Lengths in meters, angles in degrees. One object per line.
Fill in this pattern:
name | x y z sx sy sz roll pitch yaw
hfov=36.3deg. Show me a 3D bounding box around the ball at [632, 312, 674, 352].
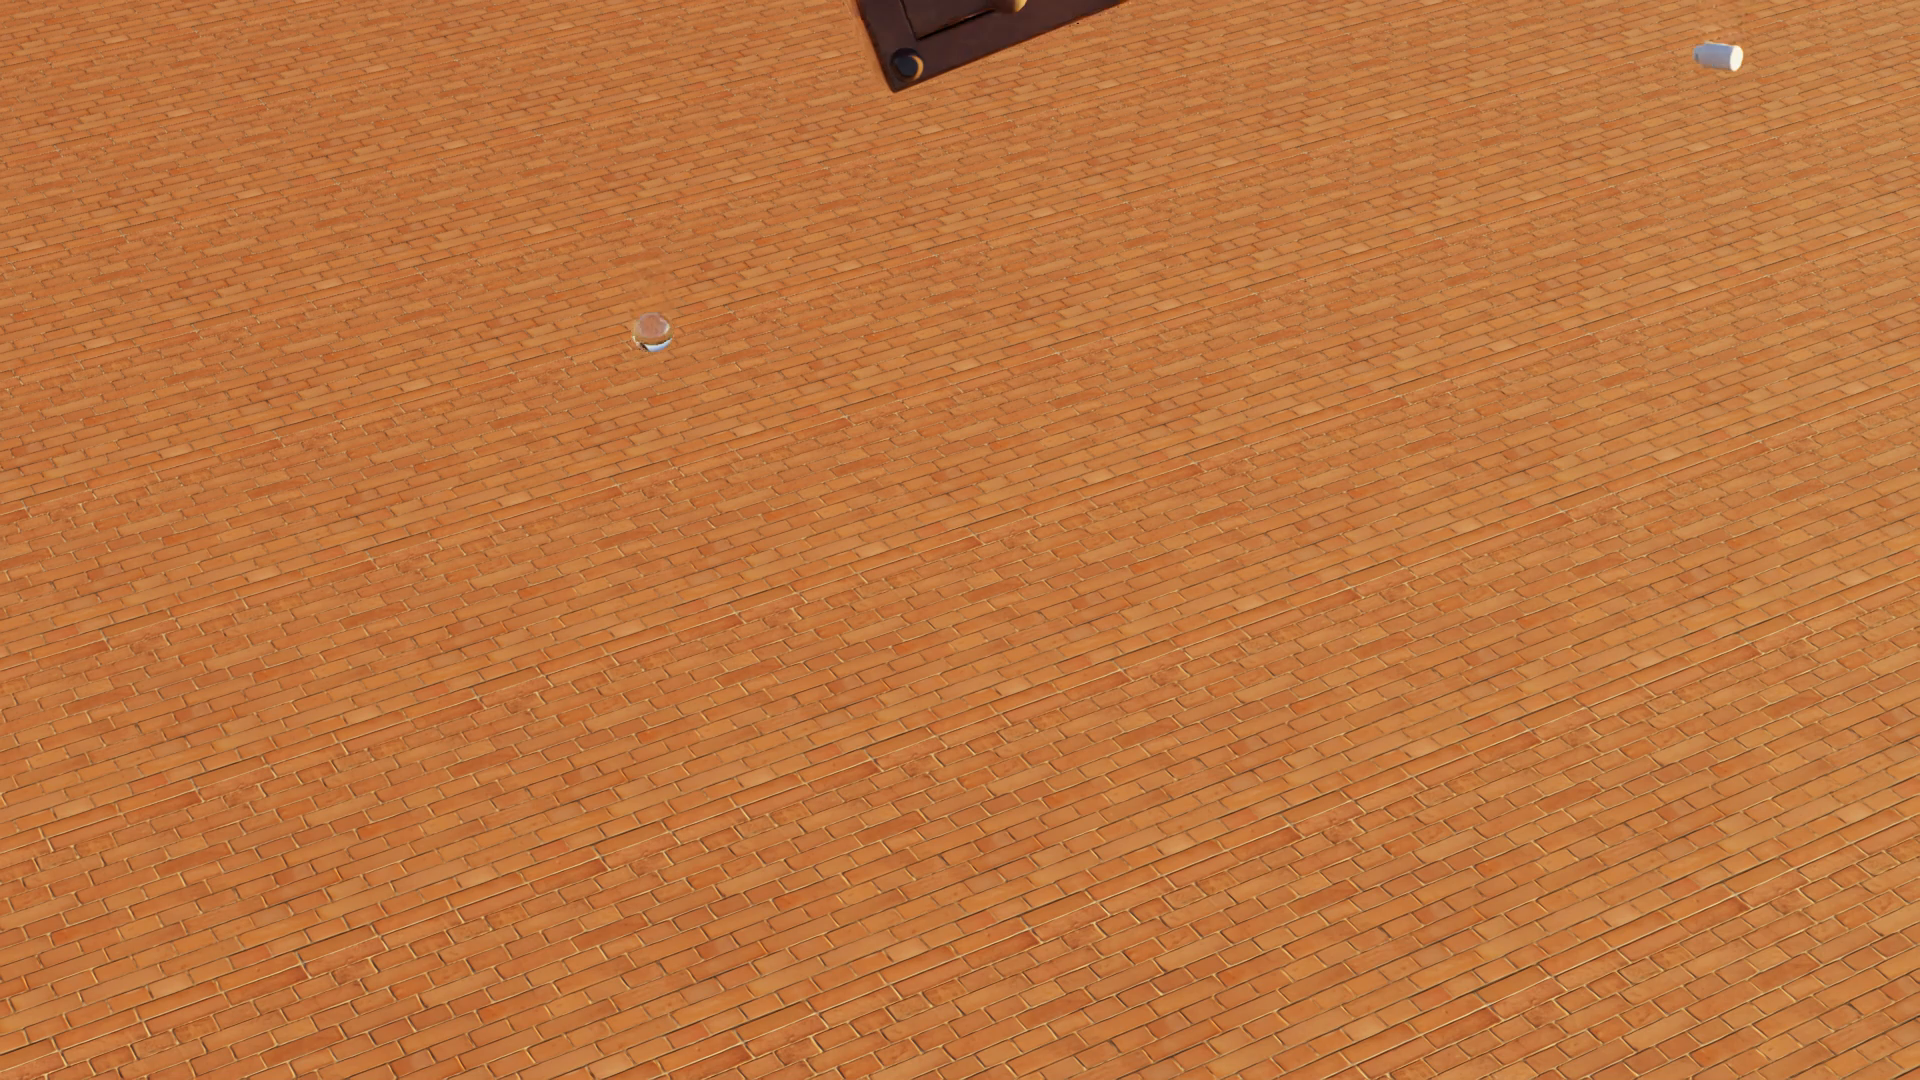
ball | -0.884 -0.598 8.433 0.116 0.116 0.116 0 33 0
